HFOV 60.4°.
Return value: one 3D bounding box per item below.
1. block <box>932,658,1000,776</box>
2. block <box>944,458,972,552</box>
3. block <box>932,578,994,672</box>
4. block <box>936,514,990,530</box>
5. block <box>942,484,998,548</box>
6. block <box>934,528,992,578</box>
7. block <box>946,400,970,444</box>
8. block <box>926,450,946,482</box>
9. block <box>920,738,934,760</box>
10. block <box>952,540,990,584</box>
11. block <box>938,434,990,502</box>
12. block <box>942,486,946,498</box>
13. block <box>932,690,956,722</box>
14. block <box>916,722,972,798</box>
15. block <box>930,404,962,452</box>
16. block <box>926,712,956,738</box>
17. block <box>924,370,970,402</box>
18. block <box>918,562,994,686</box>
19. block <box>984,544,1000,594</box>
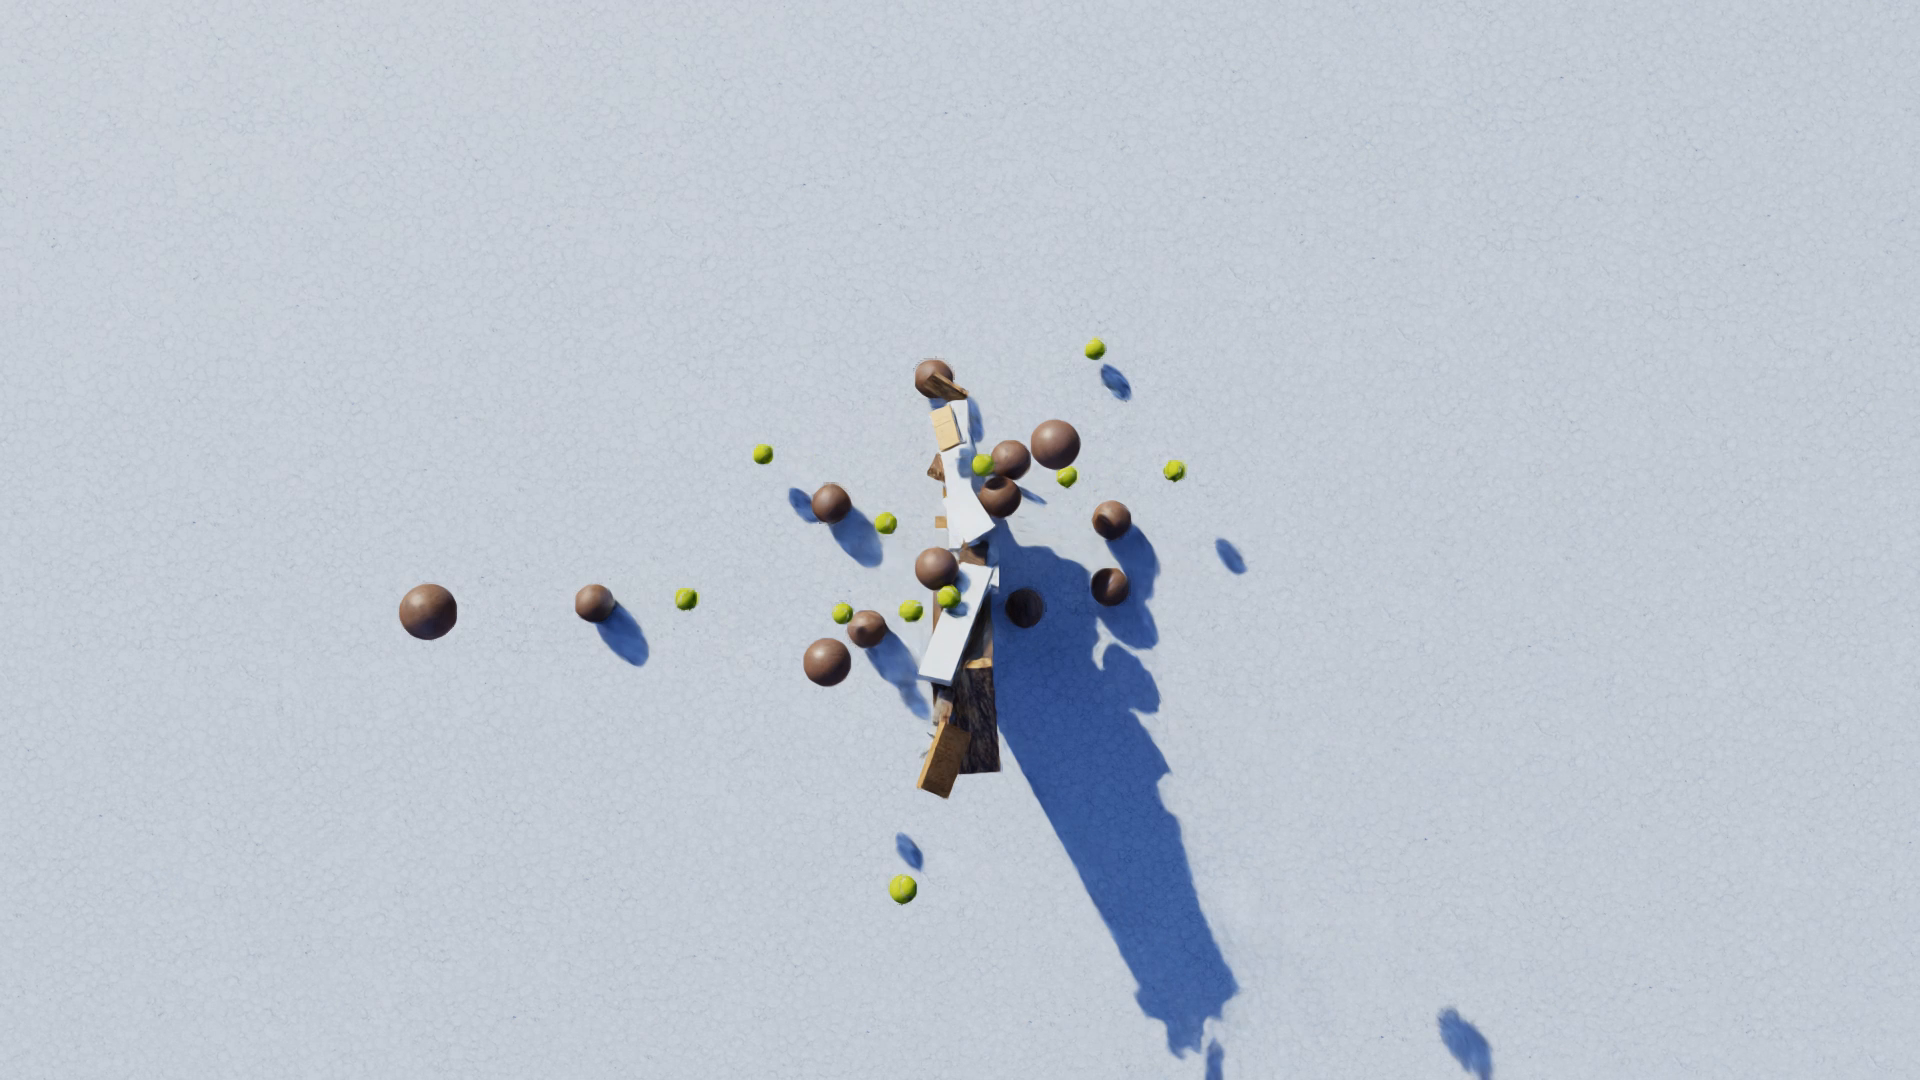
[{"bbox_3d":[0.018,0.522,4.842,0.179,0.051,0.357,-4,115,2],"label":"block"},{"bbox_3d":[-0.001,-0.112,5.118,0.080,0.023,0.319,-2,61,-2],"label":"block"},{"bbox_3d":[0.007,0.258,4.944,0.179,0.357,0.051,-1,135,0],"label":"block"},{"bbox_3d":[0.010,-0.013,5.319,0.180,0.360,0.051,-2,104,0],"label":"block"},{"bbox_3d":[0.028,-0.074,5.033,0.099,0.028,0.198,-30,51,-1],"label":"block"},{"bbox_3d":[0.008,0.147,5.114,0.180,0.051,0.360,1,90,0],"label":"block"},{"bbox_3d":[-0.009,-0.367,5.141,0.068,0.019,0.136,-2,74,16],"label":"block"},{"bbox_3d":[-0.031,-0.246,5.394,0.110,0.221,0.031,22,117,1],"label":"block"},{"bbox_3d":[-0.081,0.595,4.791,0.013,0.047,0.095,37,53,11],"label":"block"},{"bbox_3d":[0.034,0.075,5.000,0.080,0.023,0.160,12,71,5],"label":"block"},{"bbox_3d":[0.013,-0.216,5.227,0.110,0.031,0.221,-20,71,11],"label":"block"},{"bbox_3d":[-0.001,-0.156,5.389,0.110,0.221,0.031,0,93,0],"label":"block"},{"bbox_3d":[-0.047,0.482,4.761,0.047,0.013,0.094,13,81,-6],"label":"block"},{"bbox_3d":[-0.045,0.628,4.711,0.099,0.028,0.198,27,77,-30],"label":"block"},{"bbox_3d":[-0.044,-0.346,5.119,0.068,0.019,0.136,-23,67,18],"label":"block"},{"bbox_3d":[-0.054,0.533,4.767,0.047,0.013,0.095,30,58,5],"label":"block"},{"bbox_3d":[-0.043,-0.483,5.288,0.136,0.068,0.019,31,49,-4],"label":"block"},{"bbox_3d":[-0.010,0.242,4.835,0.099,0.028,0.423,10,52,14],"label":"block"},{"bbox_3d":[0.079,0.087,5.035,0.080,0.023,0.160,0,59,1],"label":"block"}]
